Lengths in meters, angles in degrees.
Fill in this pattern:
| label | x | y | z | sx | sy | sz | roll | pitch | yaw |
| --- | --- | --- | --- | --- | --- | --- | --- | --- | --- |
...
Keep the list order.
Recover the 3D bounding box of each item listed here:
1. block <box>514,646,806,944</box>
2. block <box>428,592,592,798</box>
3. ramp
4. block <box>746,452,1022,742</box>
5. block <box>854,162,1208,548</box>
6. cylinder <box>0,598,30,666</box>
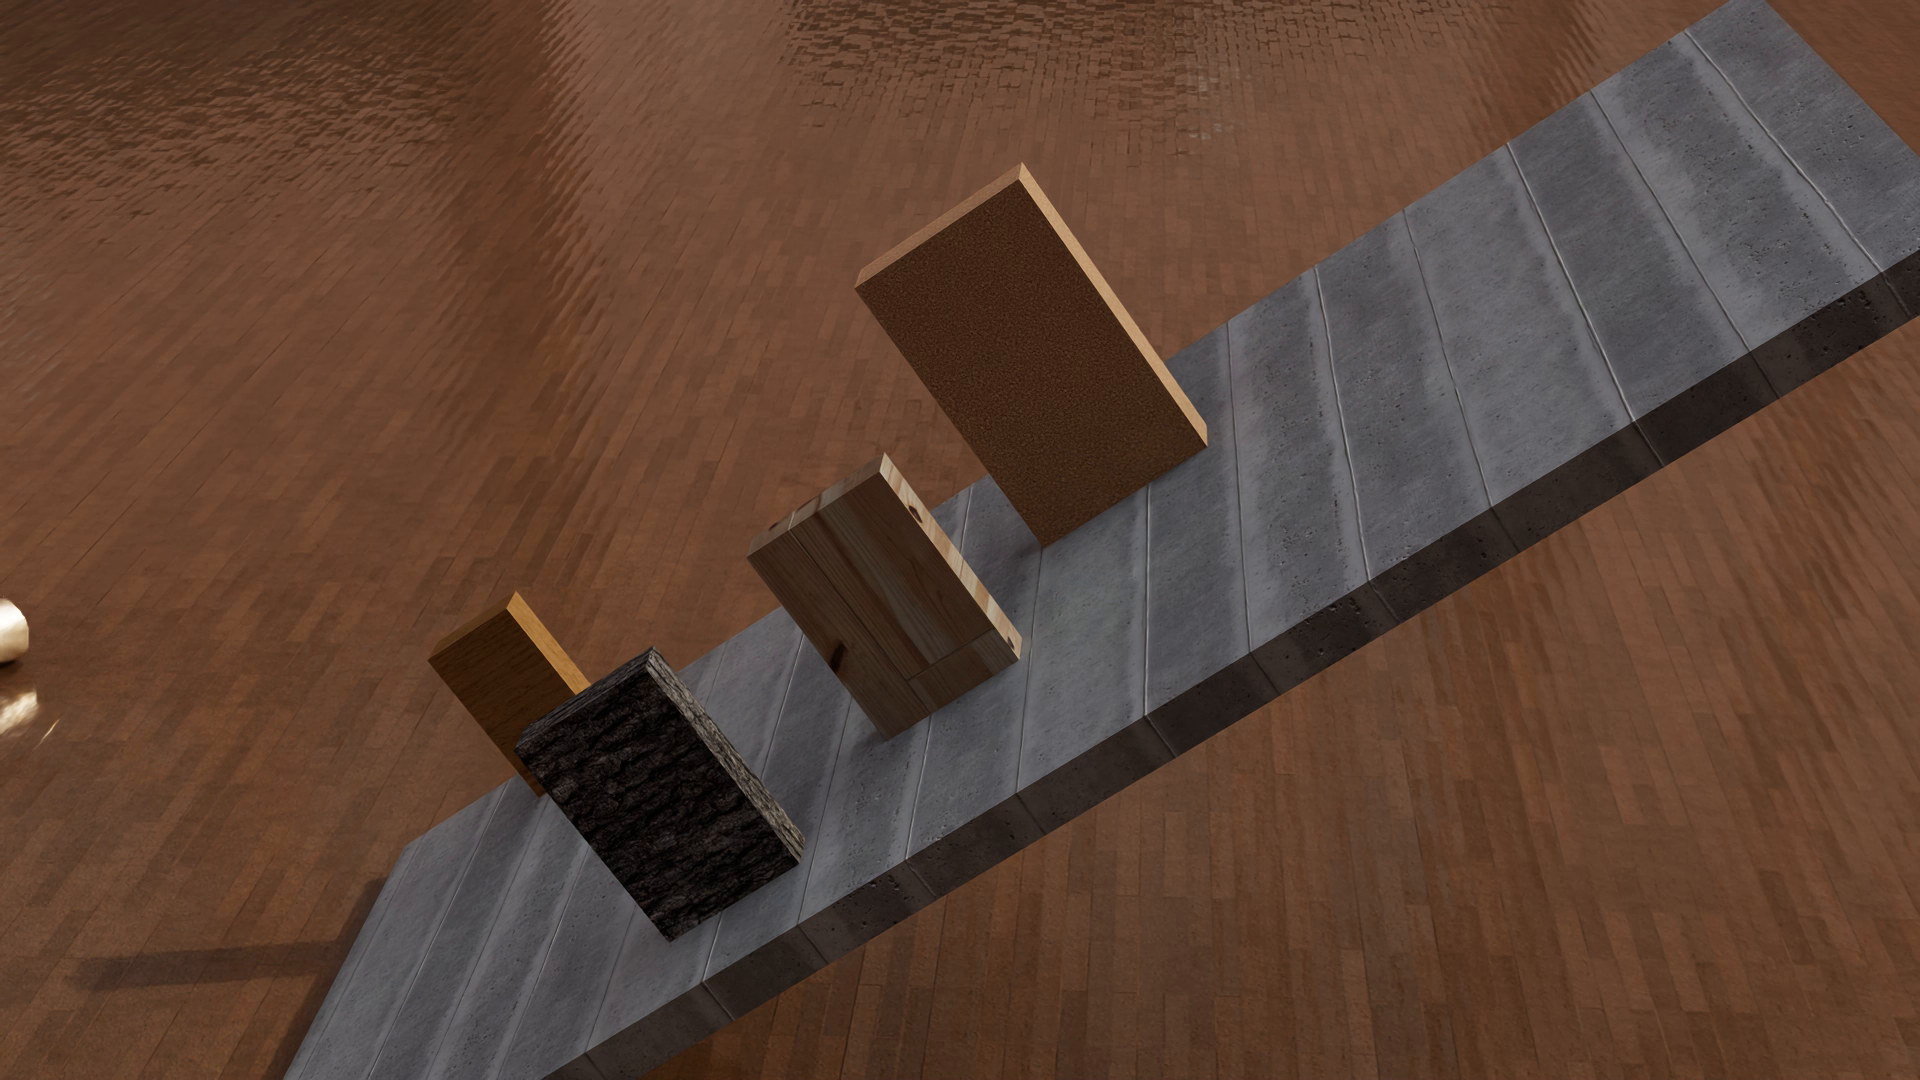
| label | x | y | z | sx | sy | sz | roll | pitch | yaw |
| --- | --- | --- | --- | --- | --- | --- | --- | --- | --- |
| block | -0.585 | 0.501 | 5.768 | 0.322 | 0.502 | 0.107 | -32 | 16 | 15 |
| block | -1.070 | 0.383 | 7.279 | 0.250 | 0.448 | 0.113 | -32 | 16 | 15 |
| ramp | 0.136 | 0.174 | 6.306 | 4.000 | 0.100 | 2.000 | -32 | 16 | 15 |
| block | -0.151 | 0.118 | 5.979 | 0.331 | 0.487 | 0.115 | -32 | 16 | 15 |
| block | 0.159 | -0.395 | 6.380 | 0.428 | 0.716 | 0.145 | -32 | 16 | 15 |
| cylinder | -2.986 | 0.301 | 8.977 | 0.198 | 0.198 | 0.198 | 12 | 24 | 29 |
